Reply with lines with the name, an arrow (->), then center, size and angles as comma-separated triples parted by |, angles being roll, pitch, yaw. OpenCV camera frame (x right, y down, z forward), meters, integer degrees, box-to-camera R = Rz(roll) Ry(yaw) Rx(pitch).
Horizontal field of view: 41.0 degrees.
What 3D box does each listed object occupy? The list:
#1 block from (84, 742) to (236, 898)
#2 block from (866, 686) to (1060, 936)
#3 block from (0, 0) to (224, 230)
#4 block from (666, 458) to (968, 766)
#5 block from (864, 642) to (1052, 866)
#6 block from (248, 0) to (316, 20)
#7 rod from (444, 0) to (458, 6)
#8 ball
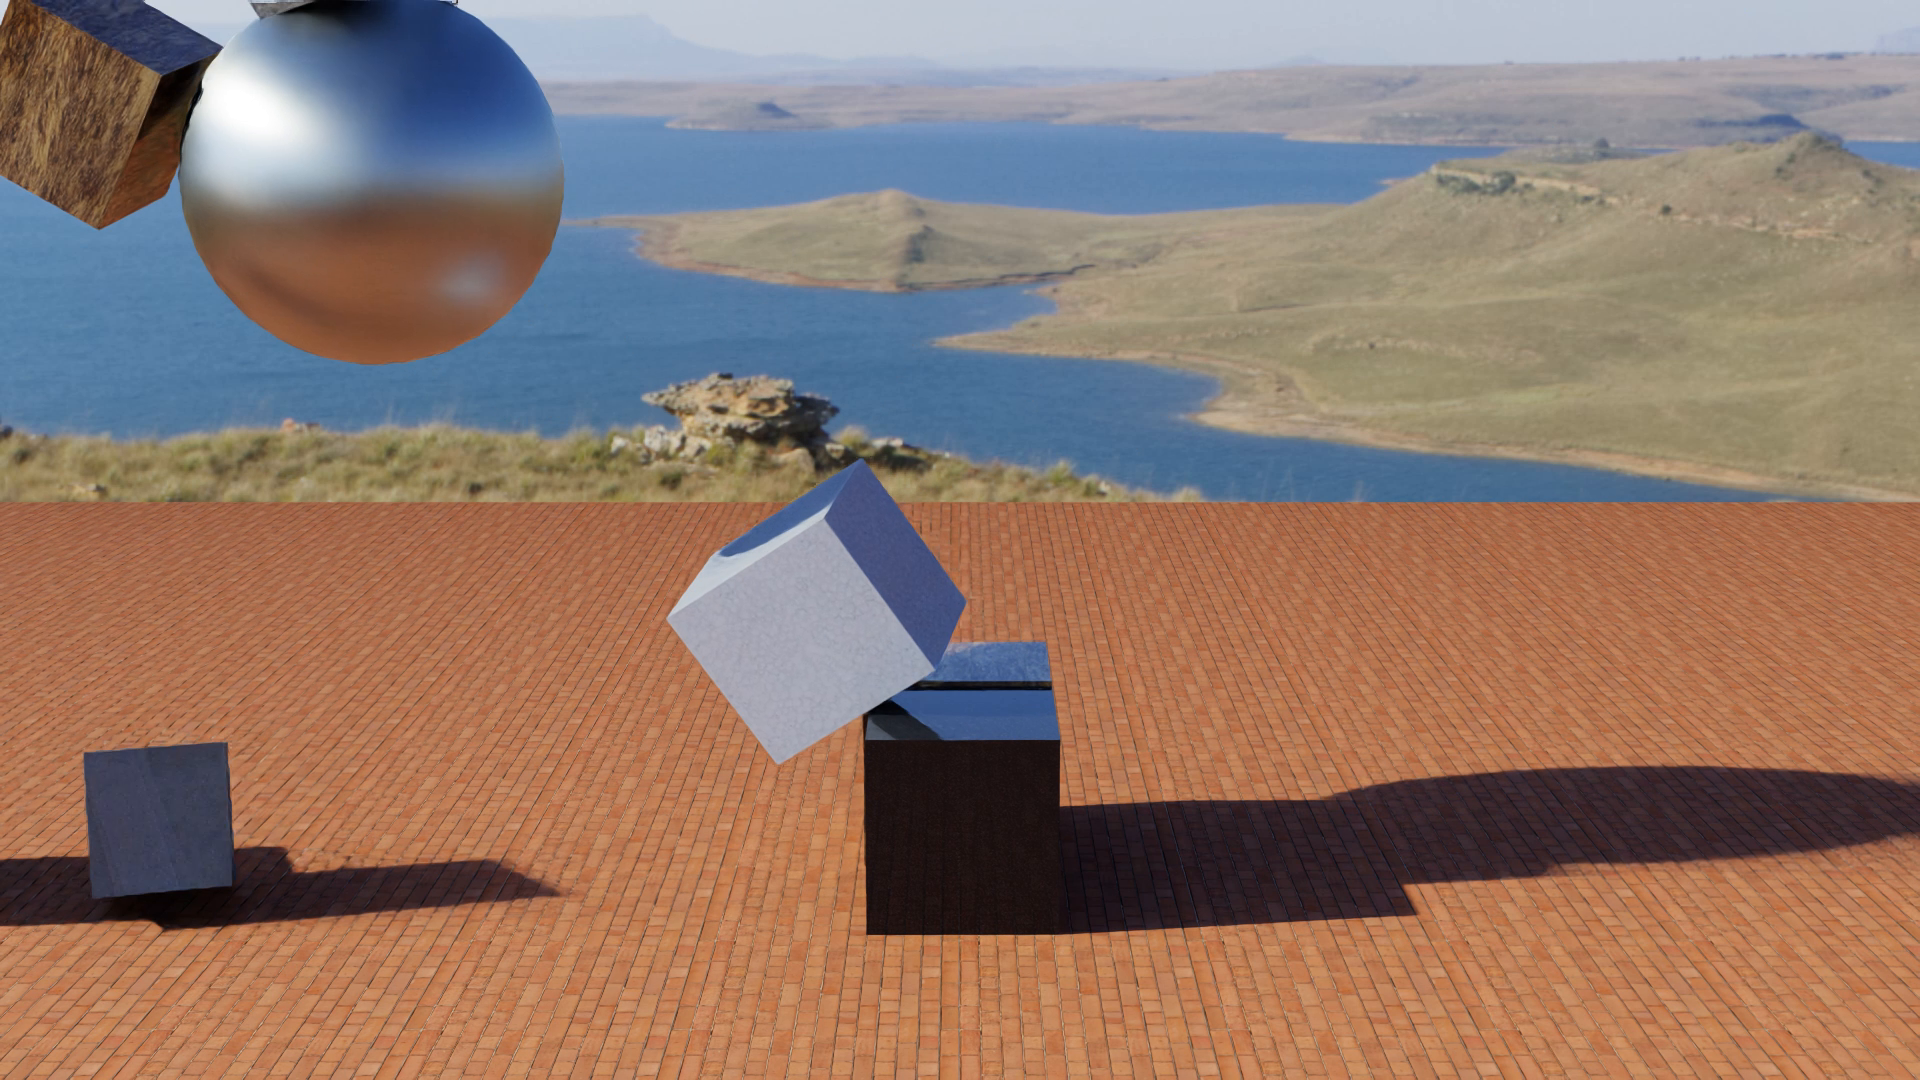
block -> -3.410, 1.186, 10.961 | 0.560, 0.601, 0.617 | -4, -4, -15
block -> 0.010, 1.139, 10.977 | 0.795, 0.831, 0.929 | 0, 10, 0
block -> -3.661, -1.865, 10.825 | 0.681, 0.743, 0.638 | 29, 22, -3
block -> -0.606, 0.303, 11.142 | 0.854, 0.801, 0.768 | -32, 12, 20
block -> -0.011, 0.973, 11.833 | 0.835, 0.852, 0.796 | 0, 10, 0
block -> -2.698, -2.517, 10.399 | 0.481, 0.549, 0.467 | -9, 35, 32
rod -> -1.078, -4.590, 10.346 | 0.080, 5.200, 0.080 | 24, 9, -4
ball -> -2.487, -1.546, 10.899 | 1.600, 1.600, 1.600 | 0, 10, 0
